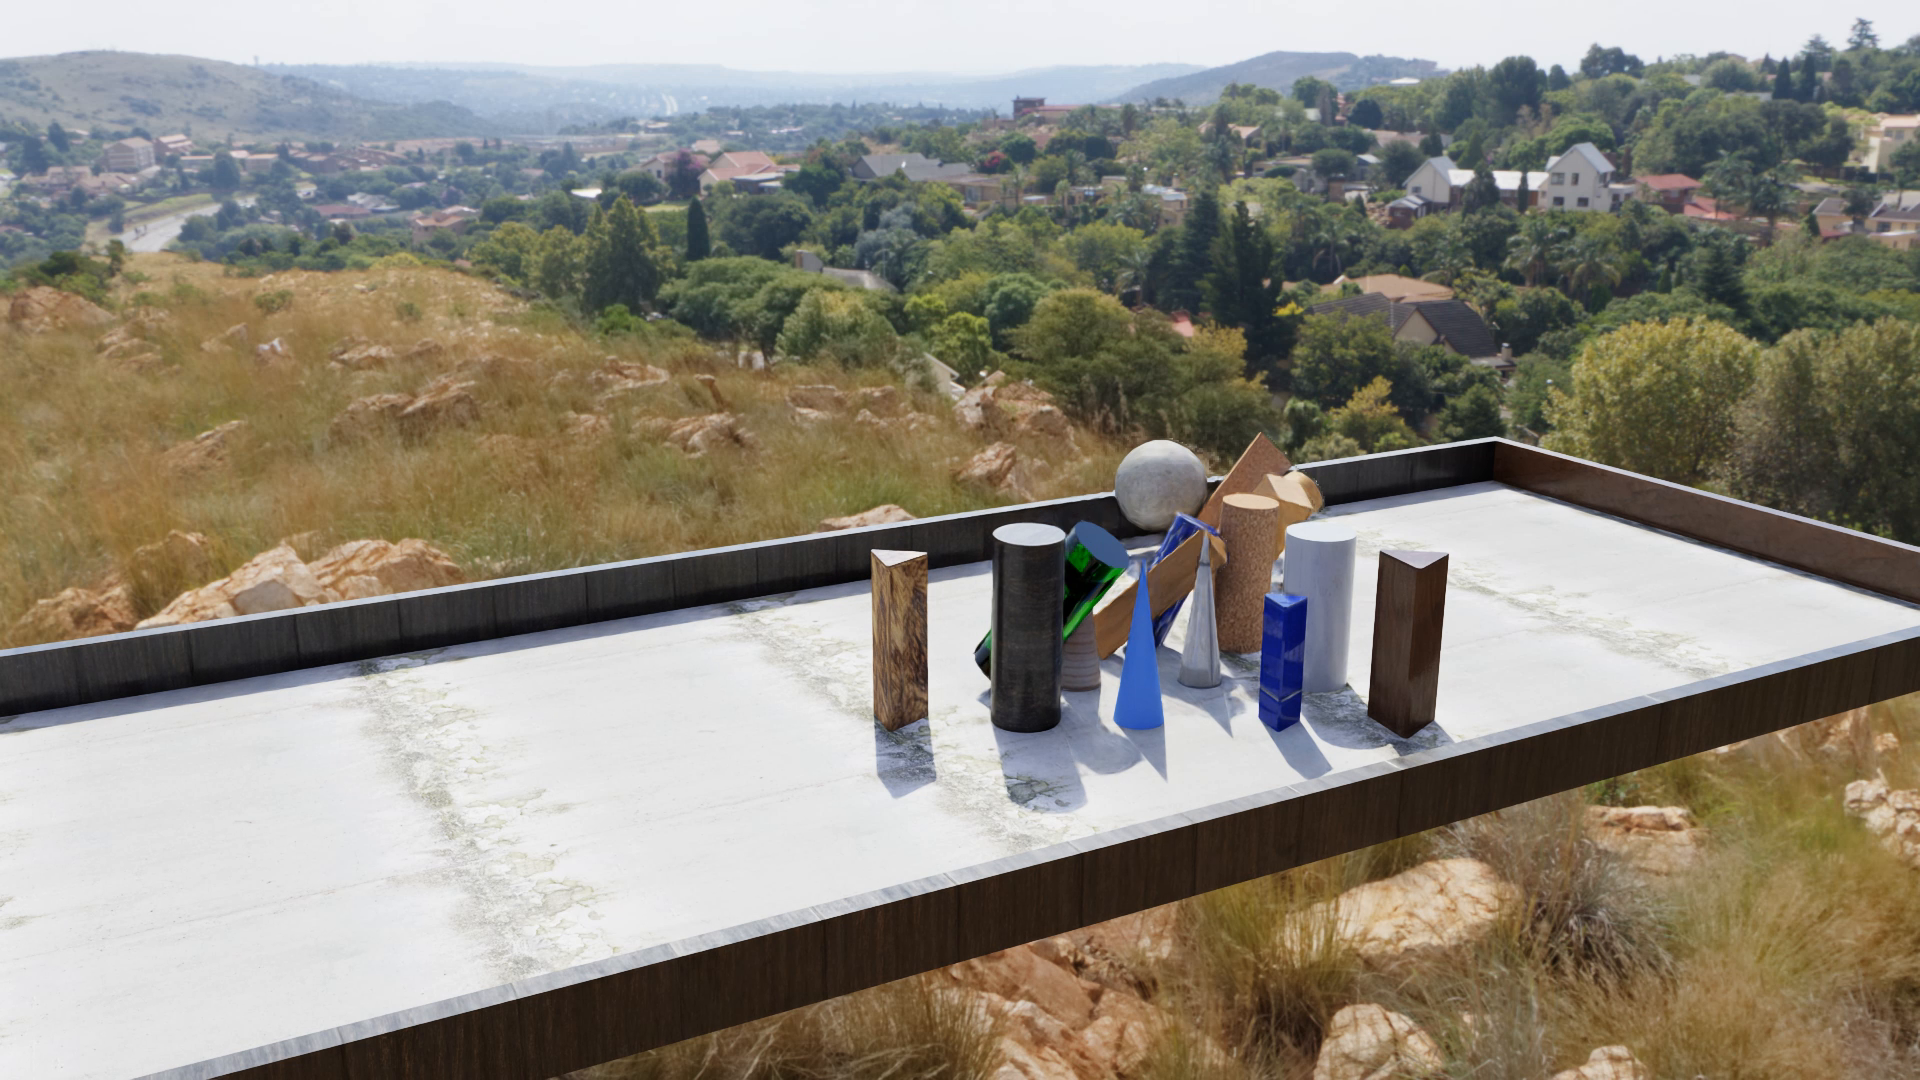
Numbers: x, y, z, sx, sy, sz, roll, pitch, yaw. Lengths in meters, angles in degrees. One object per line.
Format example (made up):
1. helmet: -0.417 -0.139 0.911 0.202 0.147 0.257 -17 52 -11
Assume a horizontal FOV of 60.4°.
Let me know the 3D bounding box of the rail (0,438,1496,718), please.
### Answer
1. rail: -3.305 0.497 3.399 12.000 0.150 0.050 -9 18 -27

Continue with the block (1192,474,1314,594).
1. block: 0.793 0.021 4.514 0.111 0.415 0.111 14 36 -24

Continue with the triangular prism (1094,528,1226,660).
1. triangular prism: 0.489 0.130 4.234 0.090 0.427 0.104 41 24 -17

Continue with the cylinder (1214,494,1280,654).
1. cylinder: 0.747 0.088 4.347 0.147 0.393 0.147 3 16 -1

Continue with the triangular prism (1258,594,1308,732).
1. triangular prism: 0.741 0.281 3.853 0.084 0.307 0.096 14 21 40

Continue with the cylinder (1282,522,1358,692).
1. cylinder: 0.887 0.166 4.100 0.172 0.389 0.172 0 16 0

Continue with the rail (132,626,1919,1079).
1. rail: -2.336 1.006 1.665 12.000 0.150 0.050 -9 18 -27

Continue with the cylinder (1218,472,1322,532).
1. cylinder: 0.885 -0.033 4.920 0.417 0.143 0.143 -36 31 -21

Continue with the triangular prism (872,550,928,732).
1. triangular prism: -0.163 0.227 3.864 0.115 0.404 0.133 14 21 39

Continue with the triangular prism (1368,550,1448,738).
1. triangular prism: 1.024 0.232 3.837 0.133 0.411 0.154 13 21 38

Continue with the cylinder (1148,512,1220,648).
1. cylinder: 0.552 0.107 4.350 0.122 0.342 0.122 24 12 -6

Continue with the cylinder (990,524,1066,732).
1. cylinder: 0.156 0.204 3.836 0.167 0.459 0.167 1 18 0

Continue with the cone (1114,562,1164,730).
1. cone: 0.423 0.233 3.850 0.121 0.401 0.121 0 16 0

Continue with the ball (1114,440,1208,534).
1. ball: 0.630 -0.167 5.177 0.292 0.292 0.292 0 16 0

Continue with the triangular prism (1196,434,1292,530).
1. triangular prism: 0.846 -0.139 5.172 0.148 0.128 0.439 17 60 45

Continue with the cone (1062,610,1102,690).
1. cone: 0.296 0.178 4.089 0.129 0.369 0.129 1 15 0

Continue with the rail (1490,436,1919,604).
1. rail: 2.466 -0.048 5.253 0.050 0.150 2.100 -9 18 -27

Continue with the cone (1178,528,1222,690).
1. cone: 0.603 0.157 4.090 0.110 0.412 0.110 0 16 0

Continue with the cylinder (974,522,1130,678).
1. cylinder: 0.220 0.164 4.008 0.160 0.435 0.160 28 29 -17
